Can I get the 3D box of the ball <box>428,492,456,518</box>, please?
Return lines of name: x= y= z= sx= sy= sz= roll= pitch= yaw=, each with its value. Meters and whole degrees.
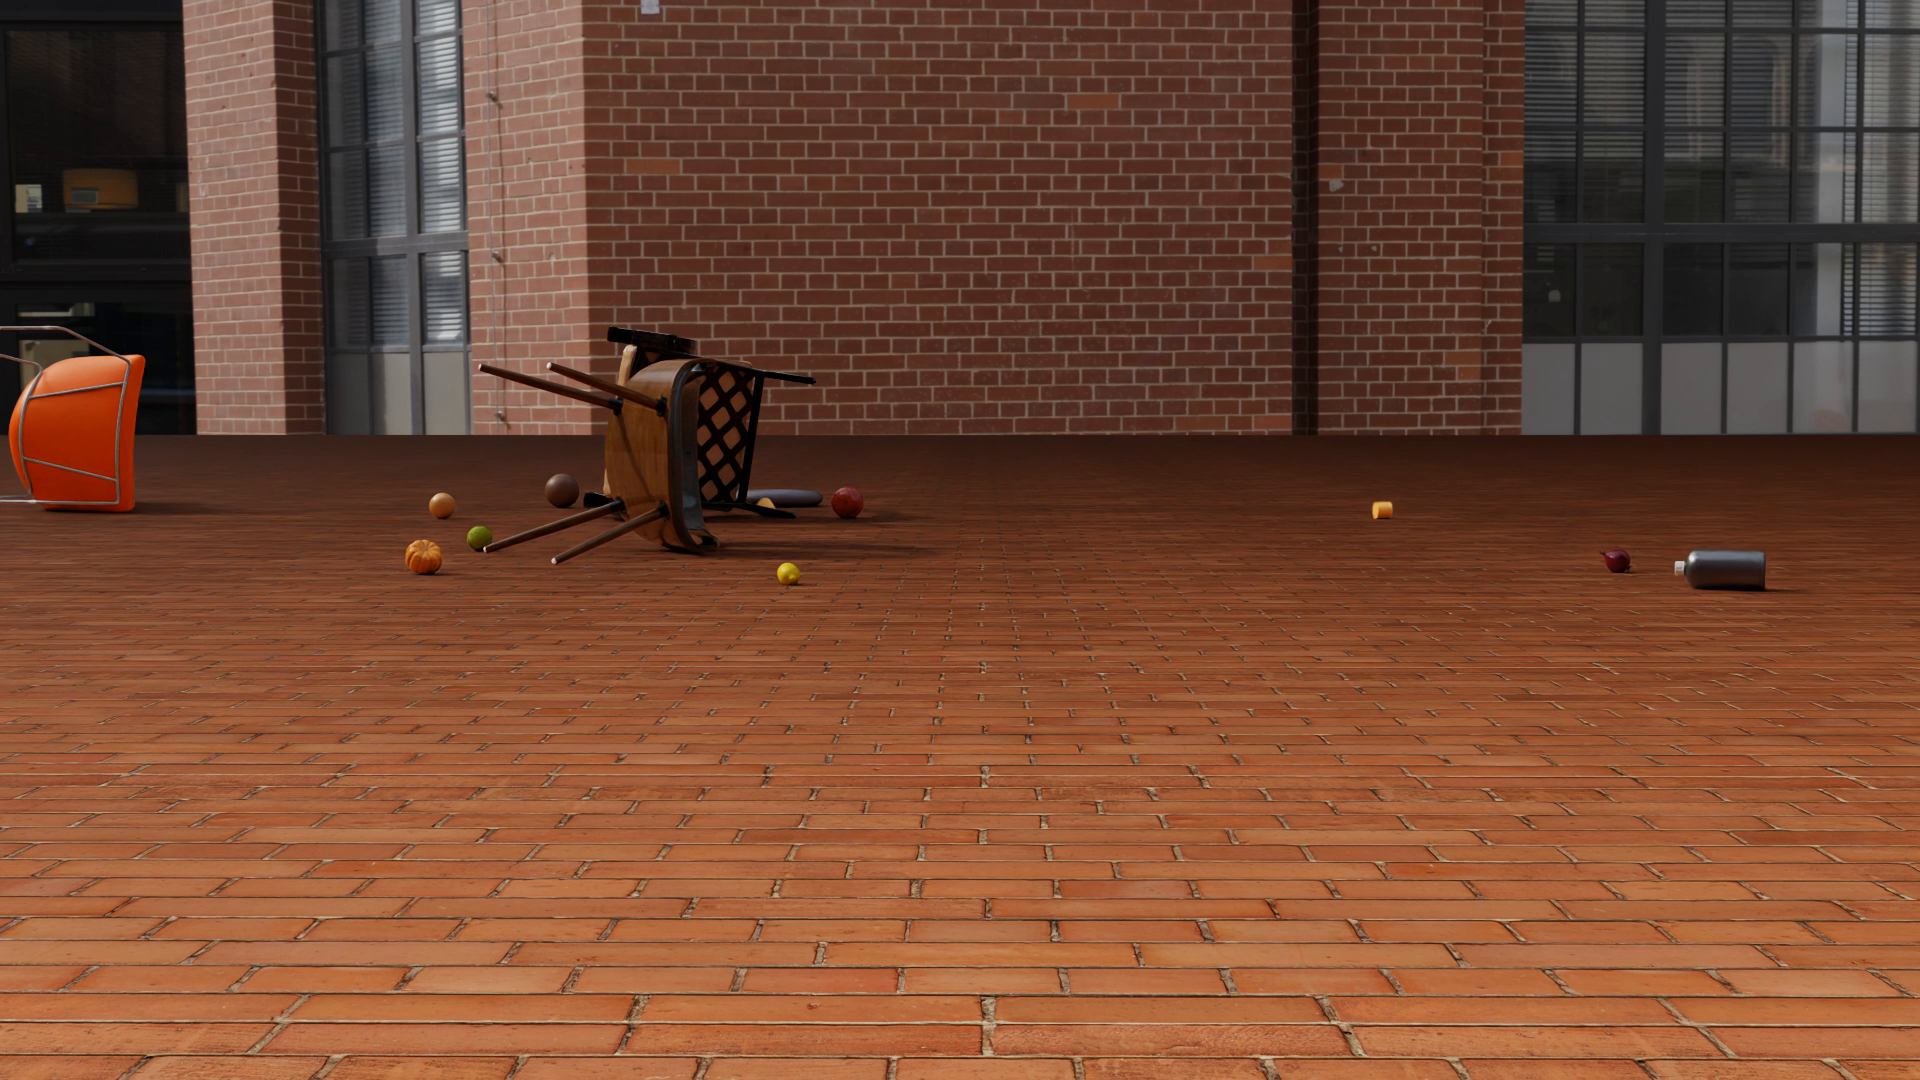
ball: x=-1.793 y=-0.119 z=7.616 sx=0.090 sy=0.090 sz=0.090 roll=0 pitch=4 yaw=0

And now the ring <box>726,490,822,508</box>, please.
ring: x=-0.714 y=-0.162 z=8.453 sx=0.379 sy=0.062 sz=0.283 roll=0 pitch=3 yaw=-10
